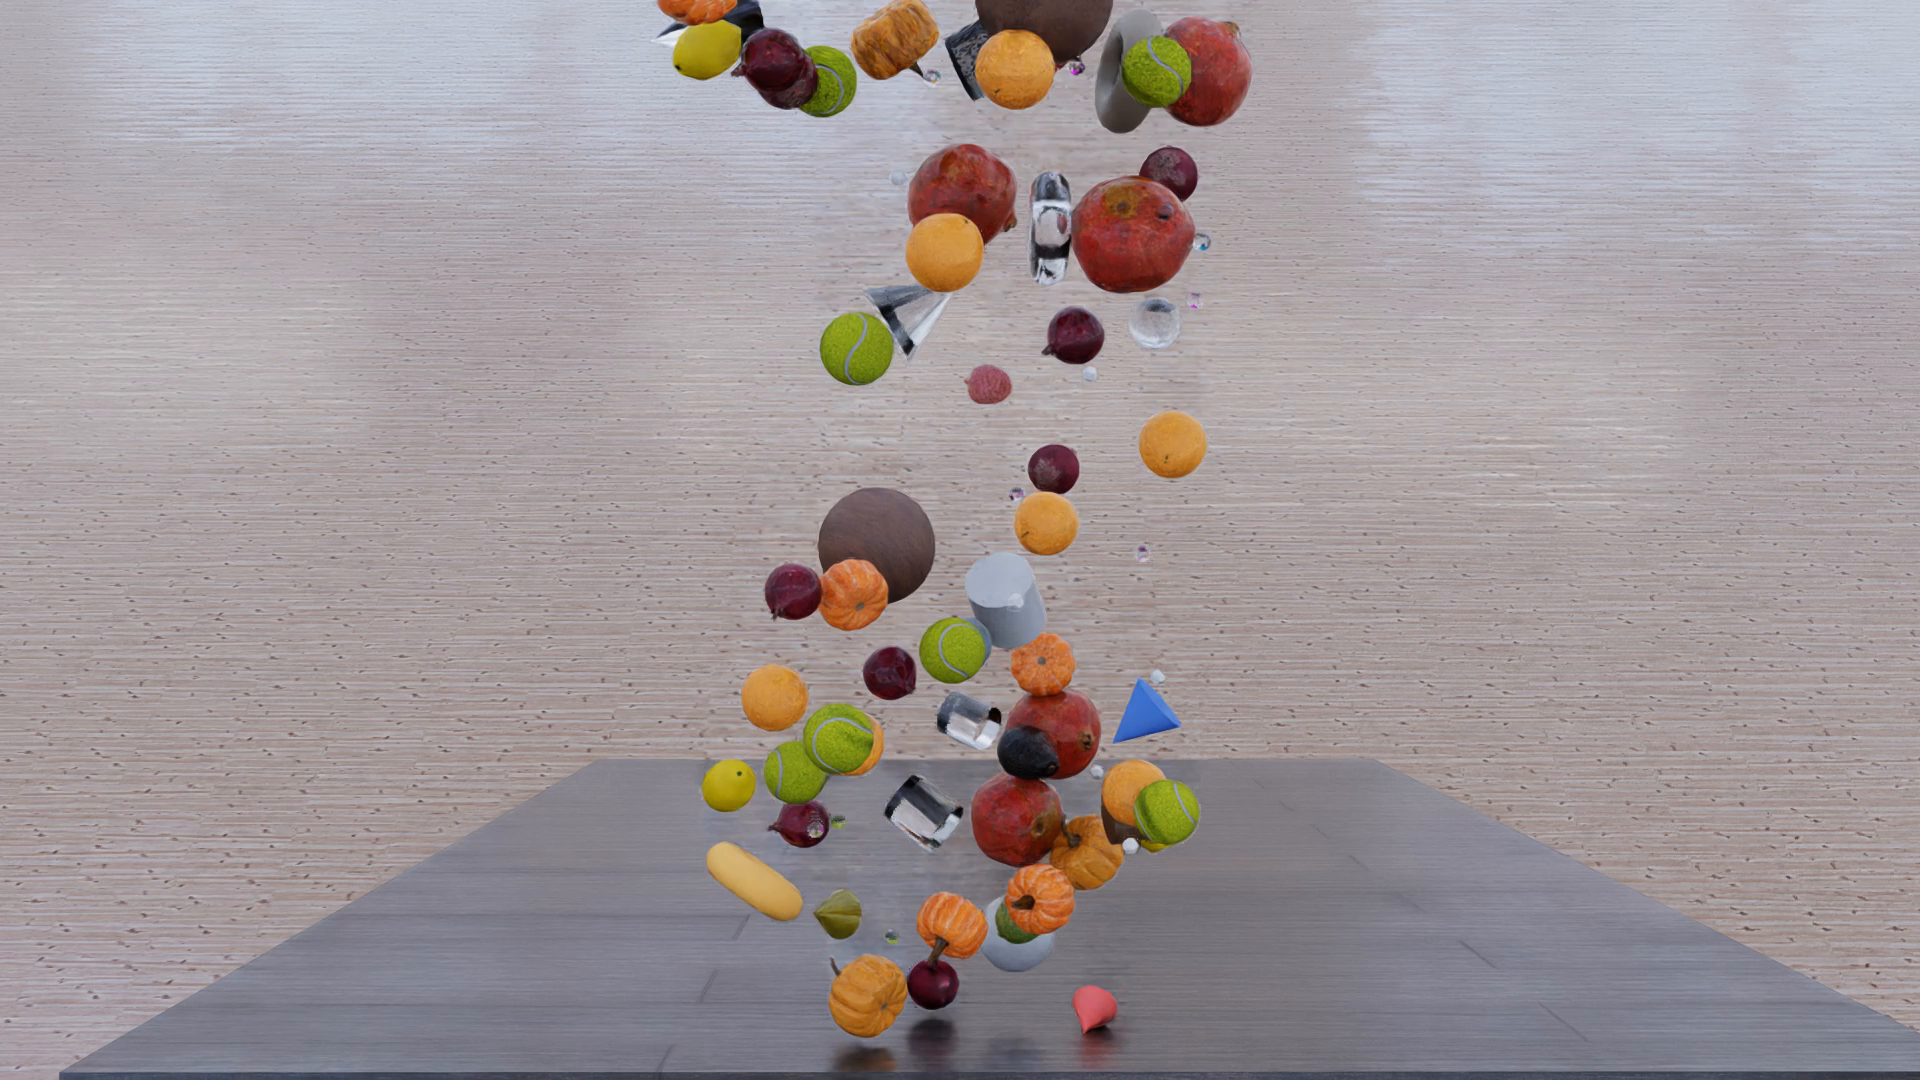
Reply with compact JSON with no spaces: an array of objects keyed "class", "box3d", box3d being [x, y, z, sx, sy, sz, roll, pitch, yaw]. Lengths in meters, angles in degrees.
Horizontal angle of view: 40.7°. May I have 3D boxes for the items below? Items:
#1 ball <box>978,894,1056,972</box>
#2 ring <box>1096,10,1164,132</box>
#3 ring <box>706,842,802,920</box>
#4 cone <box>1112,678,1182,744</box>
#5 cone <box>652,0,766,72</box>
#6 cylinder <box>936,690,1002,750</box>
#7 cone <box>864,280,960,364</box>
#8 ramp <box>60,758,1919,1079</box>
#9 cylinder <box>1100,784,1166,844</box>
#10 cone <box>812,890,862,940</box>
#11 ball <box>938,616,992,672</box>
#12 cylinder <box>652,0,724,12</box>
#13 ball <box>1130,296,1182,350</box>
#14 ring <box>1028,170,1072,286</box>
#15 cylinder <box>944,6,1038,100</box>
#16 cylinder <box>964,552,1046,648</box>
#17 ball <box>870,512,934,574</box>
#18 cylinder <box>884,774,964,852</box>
[{"class":"ball","box3d":[0.067,0.467,3.078,0.093,0.093,0.093,0,31,0]},{"class":"ring","box3d":[0.176,-0.485,2.681,0.043,0.130,0.130,10,28,-13]},{"class":"ring","box3d":[-0.235,0.390,2.958,0.126,0.126,0.042,31,84,41]},{"class":"cone","box3d":[0.196,0.204,2.882,0.071,0.071,0.071,-42,33,9]},{"class":"cone","box3d":[-0.252,-0.490,2.493,0.098,0.098,0.098,-17,34,-22]},{"class":"cylinder","box3d":[0.011,0.214,3.067,0.055,0.055,0.055,23,38,29]},{"class":"cone","box3d":[-0.040,-0.257,2.808,0.095,0.095,0.095,-32,36,-3]},{"class":"ramp","box3d":[0.068,0.607,4.673,2.000,0.100,4.000,0,0,0]},{"class":"cylinder","box3d":[0.196,0.310,2.928,0.060,0.060,0.060,-9,32,-11]},{"class":"cone","box3d":[-0.152,0.427,2.960,0.057,0.057,0.057,23,3,33]},{"class":"ball","box3d":[0.005,0.113,2.808,0.060,0.060,0.060,0,31,0]},{"class":"cylinder","box3d":[-0.255,-0.563,2.438,0.091,0.091,0.091,2,56,3]},{"class":"ball","box3d":[0.210,-0.232,2.772,0.056,0.056,0.056,0,31,0]},{"class":"ring","box3d":[0.085,-0.297,2.462,0.036,0.109,0.109,1,31,-2]},{"class":"cylinder","box3d":[0.032,-0.500,2.660,0.072,0.072,0.072,-24,29,11]},{"class":"cylinder","box3d":[0.051,0.067,2.869,0.077,0.077,0.077,-8,50,10]},{"class":"ball","box3d":[-0.066,0.003,2.961,0.072,0.072,0.072,0,31,0]},{"class":"cylinder","box3d":[-0.039,0.292,2.772,0.060,0.060,0.060,38,44,18]}]
